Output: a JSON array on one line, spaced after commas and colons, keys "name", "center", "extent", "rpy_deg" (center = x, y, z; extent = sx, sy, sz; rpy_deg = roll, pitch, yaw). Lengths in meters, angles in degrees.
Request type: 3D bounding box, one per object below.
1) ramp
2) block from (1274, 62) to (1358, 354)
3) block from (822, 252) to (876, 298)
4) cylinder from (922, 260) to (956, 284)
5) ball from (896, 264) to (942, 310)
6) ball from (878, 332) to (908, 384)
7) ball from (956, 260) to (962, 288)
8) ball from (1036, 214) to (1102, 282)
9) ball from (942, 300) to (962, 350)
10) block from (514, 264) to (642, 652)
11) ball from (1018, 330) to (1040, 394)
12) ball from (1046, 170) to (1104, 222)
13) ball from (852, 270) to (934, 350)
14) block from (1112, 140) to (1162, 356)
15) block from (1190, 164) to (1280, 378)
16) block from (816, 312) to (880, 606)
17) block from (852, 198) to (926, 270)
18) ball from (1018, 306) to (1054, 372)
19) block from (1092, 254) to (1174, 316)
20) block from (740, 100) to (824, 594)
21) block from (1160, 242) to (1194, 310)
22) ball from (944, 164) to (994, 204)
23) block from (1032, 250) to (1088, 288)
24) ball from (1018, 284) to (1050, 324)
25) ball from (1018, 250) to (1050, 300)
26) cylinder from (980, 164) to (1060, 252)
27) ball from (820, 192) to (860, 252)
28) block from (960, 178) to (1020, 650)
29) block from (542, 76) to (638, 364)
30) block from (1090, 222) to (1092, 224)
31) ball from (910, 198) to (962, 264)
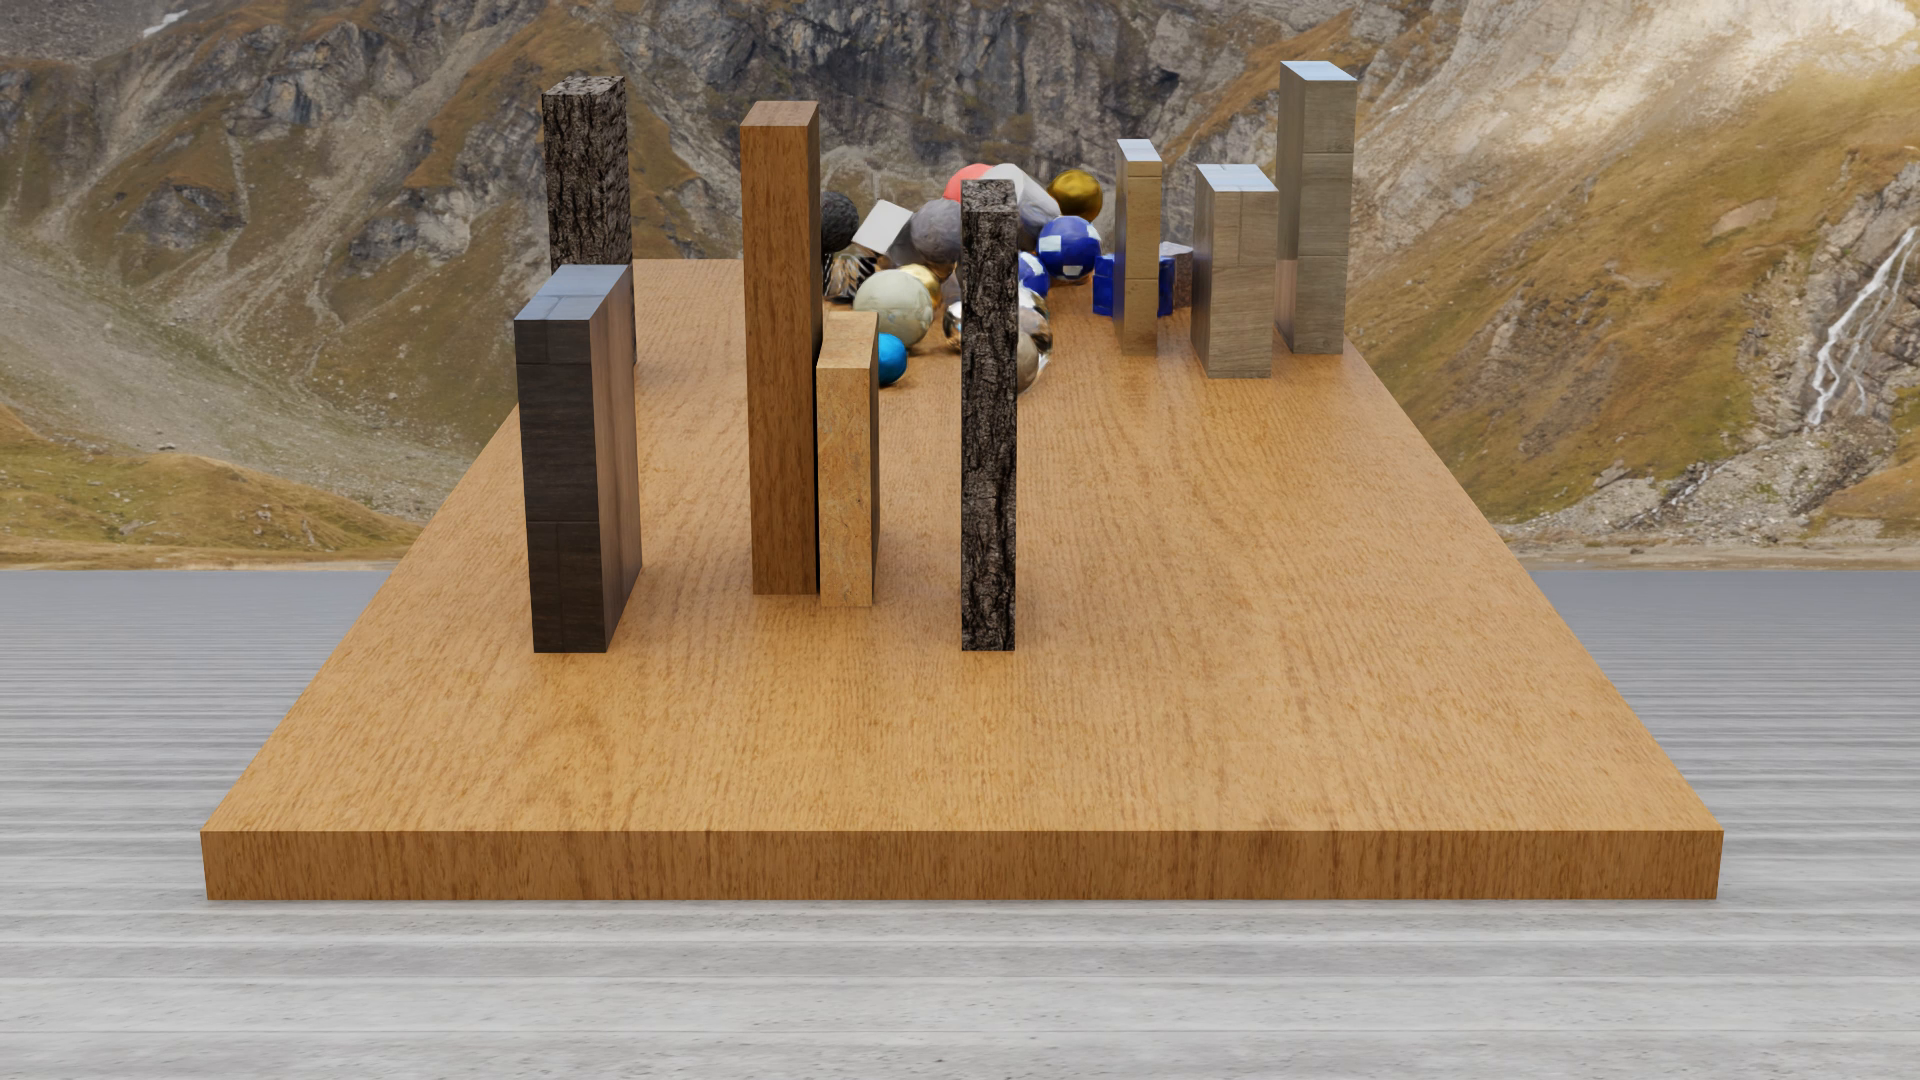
[{"name": "ramp", "center": [-0.003, -0.185, 4.851], "extent": [2.000, 0.100, 4.000], "rpy_deg": [0, 18, 0]}, {"name": "block", "center": [0.888, -0.848, 5.656], "extent": [0.123, 0.670, 0.441], "rpy_deg": [0, 18, 0]}, {"name": "block", "center": [-0.316, -0.727, 6.144], "extent": [0.115, 0.115, 0.115], "rpy_deg": [12, 10, 33]}, {"name": "cylinder", "center": [-0.109, -0.819, 6.346], "extent": [0.162, 0.162, 0.162], "rpy_deg": [0, 28, -15]}, {"name": "ball", "center": [-0.124, -0.655, 5.899], "extent": [0.151, 0.151, 0.151], "rpy_deg": [0, -1, 0]}, {"name": "ball", "center": [-0.182, -0.424, 5.234], "extent": [0.120, 0.120, 0.120], "rpy_deg": [0, -1, 0]}, {"name": "ball", "center": [0.069, -0.738, 6.139], "extent": [0.164, 0.164, 0.164], "rpy_deg": [0, -1, 0]}, {"name": "ball", "center": [0.292, -0.785, 6.009], "extent": [0.177, 0.177, 0.177], "rpy_deg": [0, -1, 0]}, {"name": "ball", "center": [0.019, -0.533, 5.557], "extent": [0.130, 0.130, 0.130], "rpy_deg": [0, -1, 0]}, {"name": "block", "center": [-0.621, -0.145, 3.681], "extent": [0.115, 0.540, 0.439], "rpy_deg": [0, 18, 0]}, {"name": "ball", "center": [0.101, -0.408, 5.119], "extent": [0.161, 0.161, 0.161], "rpy_deg": [0, -1, 0]}, {"name": "ball", "center": [0.323, -0.964, 6.319], "extent": [0.163, 0.163, 0.163], "rpy_deg": [0, -1, 0]}, {"name": "ball", "center": [-0.166, -0.569, 5.550], "extent": [0.203, 0.203, 0.203], "rpy_deg": [0, -1, 0]}, {"name": "block", "center": [0.445, -0.744, 5.641], "extent": [0.082, 0.480, 0.385], "rpy_deg": [0, 18, 0]}, {"name": "block", "center": [0.663, -0.660, 5.439], "extent": [0.149, 0.445, 0.422], "rpy_deg": [0, 18, 0]}, {"name": "block", "center": [-0.192, -0.152, 3.915], "extent": [0.087, 0.412, 0.444], "rpy_deg": [0, 18, 0]}, {"name": "block", "center": [-0.177, -0.827, 6.166], "extent": [0.142, 0.142, 0.142], "rpy_deg": [29, -8, 42]}, {"name": "ball", "center": [0.133, -0.466, 5.275], "extent": [0.176, 0.176, 0.176], "rpy_deg": [0, -1, 0]}, {"name": "block", "center": [0.464, -0.680, 5.976], "extent": [0.151, 0.151, 0.151], "rpy_deg": [-15, 24, -40]}, {"name": "block", "center": [-0.300, -0.336, 3.860], "extent": [0.108, 0.795, 0.332], "rpy_deg": [0, 18, 0]}, {"name": "block", "center": [0.559, -0.720, 6.102], "extent": [0.151, 0.151, 0.151], "rpy_deg": [-13, 22, -35]}, {"name": "ball", "center": [0.055, -0.947, 6.242], "extent": [0.205, 0.205, 0.205], "rpy_deg": [0, -1, 0]}, {"name": "block", "center": [0.269, -0.821, 6.375], "extent": [0.152, 0.152, 0.152], "rpy_deg": [-8, 28, -28]}, {"name": "ball", "center": [0.131, -0.534, 5.437], "extent": [0.175, 0.175, 0.175], "rpy_deg": [0, -1, 0]}, {"name": "ball", "center": [0.154, -0.686, 5.964], "extent": [0.173, 0.173, 0.173], "rpy_deg": [0, -1, 0]}, {"name": "cylinder", "center": [0.150, -0.902, 6.071], "extent": [0.177, 0.177, 0.177], "rpy_deg": [0, -22, 38]}, {"name": "ball", "center": [-0.368, -0.891, 6.265], "extent": [0.172, 0.172, 0.172], "rpy_deg": [0, -1, 0]}, {"name": "block", "center": [0.045, -0.207, 3.611], "extent": [0.085, 0.703, 0.320], "rpy_deg": [0, 18, 0]}, {"name": "block", "center": [-0.855, -0.709, 5.192], "extent": [0.131, 0.686, 0.369], "rpy_deg": [0, 18, 0]}, {"name": "block", "center": [0.298, -0.893, 6.604], "extent": [0.172, 0.172, 0.172], "rpy_deg": [2, 18, 5]}, {"name": "ball", "center": [-0.045, -0.836, 6.051], "extent": [0.177, 0.177, 0.177], "rpy_deg": [0, -1, 0]}]
